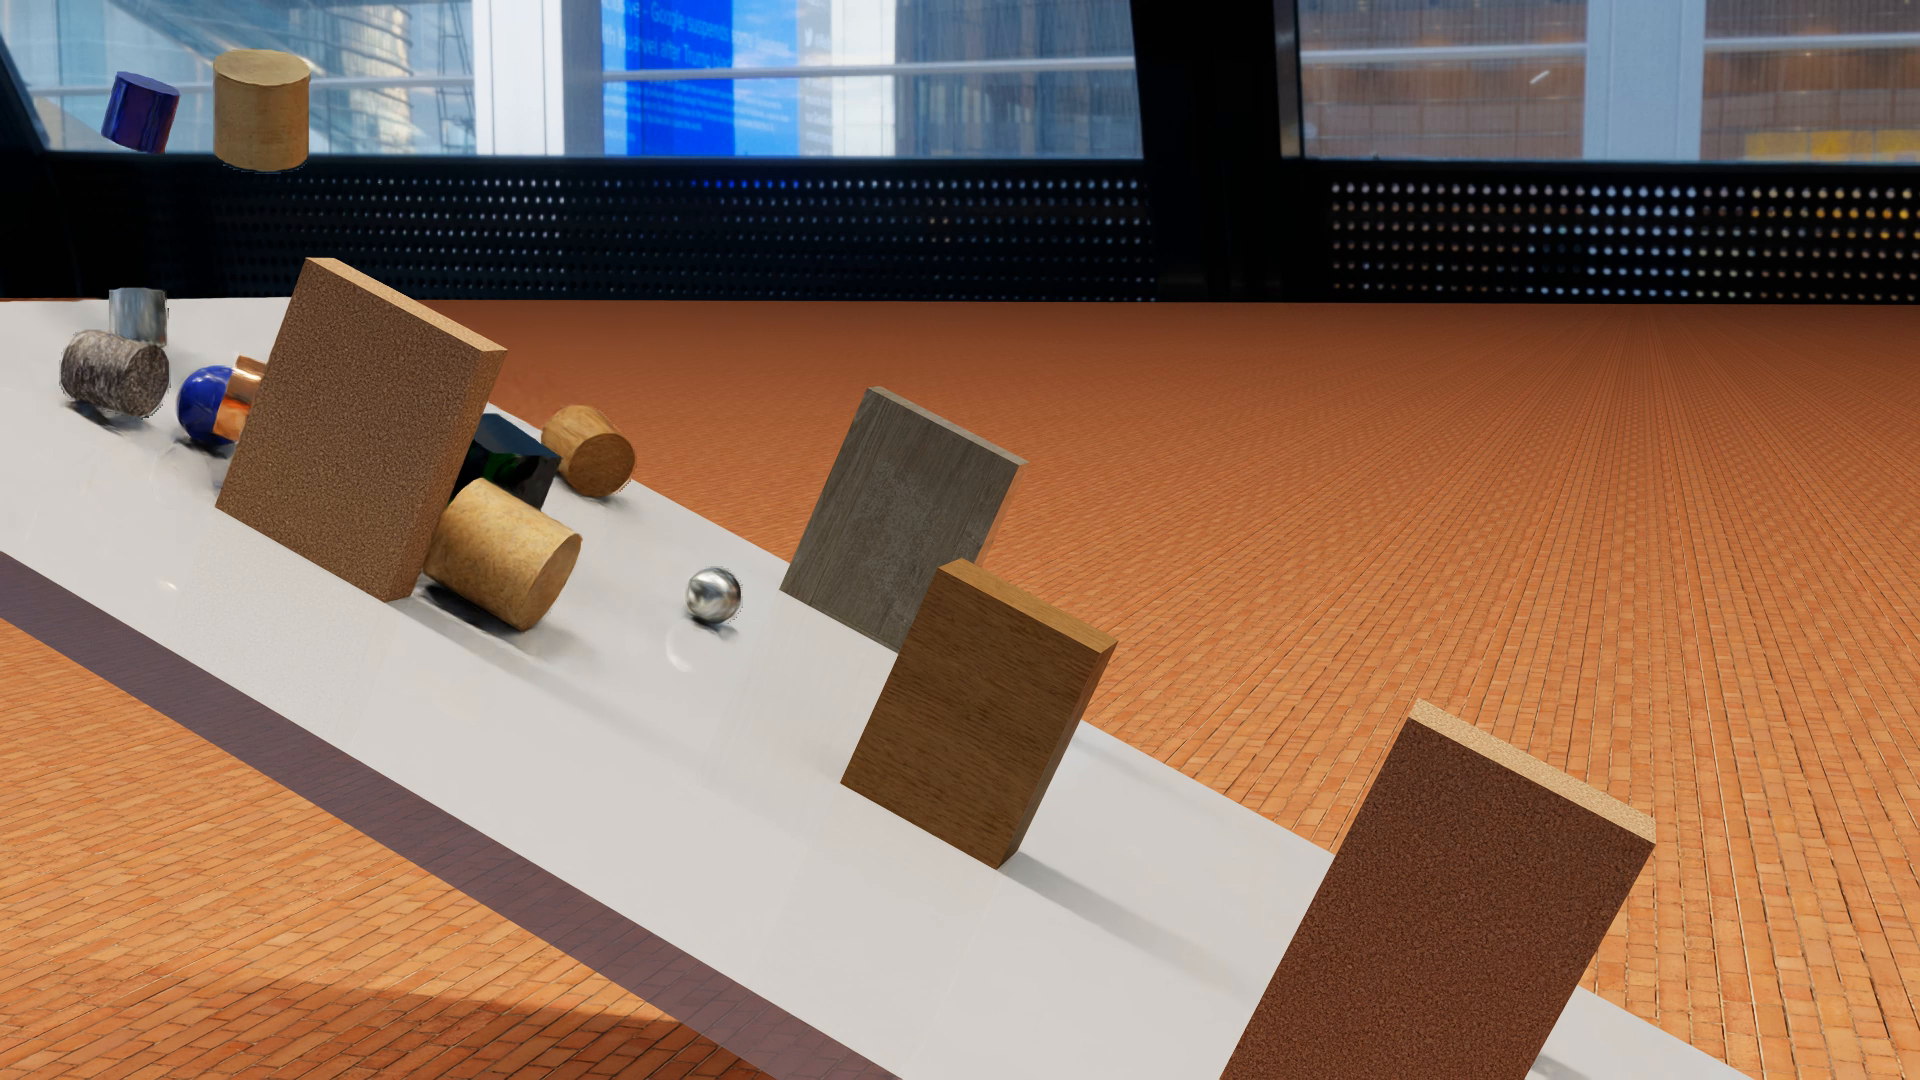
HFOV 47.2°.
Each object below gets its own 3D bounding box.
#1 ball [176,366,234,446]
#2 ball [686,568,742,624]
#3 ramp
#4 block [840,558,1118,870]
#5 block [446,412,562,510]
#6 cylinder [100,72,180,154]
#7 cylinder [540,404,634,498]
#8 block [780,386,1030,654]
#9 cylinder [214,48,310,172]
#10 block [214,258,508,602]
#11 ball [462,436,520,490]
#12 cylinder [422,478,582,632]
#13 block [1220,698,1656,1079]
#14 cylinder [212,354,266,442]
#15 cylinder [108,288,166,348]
[{"bbox_3d":[-1.444,-0.261,4.277,0.157,0.157,0.157,0,7,0],"label":"ball"},{"bbox_3d":[-0.511,0.115,4.556,0.116,0.116,0.116,0,7,0],"label":"ball"},{"bbox_3d":[-0.264,0.451,4.170,4.000,0.100,2.000,28,14,12],"label":"ramp"},{"bbox_3d":[0.034,0.315,4.026,0.331,0.450,0.146,28,14,12],"label":"block"},{"bbox_3d":[-0.982,-0.127,4.469,0.204,0.204,0.204,32,15,28],"label":"block"},{"bbox_3d":[-1.703,-0.888,4.572,0.129,0.129,0.129,21,14,-6],"label":"cylinder"},{"bbox_3d":[-0.859,-0.205,5.070,0.162,0.162,0.162,-5,29,-34],"label":"cylinder"},{"bbox_3d":[-0.128,-0.030,4.932,0.387,0.509,0.087,28,14,12],"label":"block"},{"bbox_3d":[-1.446,-0.891,4.551,0.189,0.189,0.189,9,32,-6],"label":"cylinder"},{"bbox_3d":[-1.078,-0.198,3.944,0.381,0.496,0.089,28,14,12],"label":"block"},{"bbox_3d":[-1.008,-0.162,4.731,0.124,0.124,0.124,0,7,0],"label":"ball"},{"bbox_3d":[-0.848,0.027,4.077,0.209,0.209,0.209,30,11,6],"label":"cylinder"},{"bbox_3d":[0.603,0.650,3.015,0.350,0.784,0.139,28,14,12],"label":"block"},{"bbox_3d":[-1.295,-0.247,4.113,0.157,0.157,0.157,19,1,-17],"label":"cylinder"},{"bbox_3d":[-1.699,-0.458,4.544,0.111,0.111,0.111,-2,-1,0],"label":"cylinder"}]
